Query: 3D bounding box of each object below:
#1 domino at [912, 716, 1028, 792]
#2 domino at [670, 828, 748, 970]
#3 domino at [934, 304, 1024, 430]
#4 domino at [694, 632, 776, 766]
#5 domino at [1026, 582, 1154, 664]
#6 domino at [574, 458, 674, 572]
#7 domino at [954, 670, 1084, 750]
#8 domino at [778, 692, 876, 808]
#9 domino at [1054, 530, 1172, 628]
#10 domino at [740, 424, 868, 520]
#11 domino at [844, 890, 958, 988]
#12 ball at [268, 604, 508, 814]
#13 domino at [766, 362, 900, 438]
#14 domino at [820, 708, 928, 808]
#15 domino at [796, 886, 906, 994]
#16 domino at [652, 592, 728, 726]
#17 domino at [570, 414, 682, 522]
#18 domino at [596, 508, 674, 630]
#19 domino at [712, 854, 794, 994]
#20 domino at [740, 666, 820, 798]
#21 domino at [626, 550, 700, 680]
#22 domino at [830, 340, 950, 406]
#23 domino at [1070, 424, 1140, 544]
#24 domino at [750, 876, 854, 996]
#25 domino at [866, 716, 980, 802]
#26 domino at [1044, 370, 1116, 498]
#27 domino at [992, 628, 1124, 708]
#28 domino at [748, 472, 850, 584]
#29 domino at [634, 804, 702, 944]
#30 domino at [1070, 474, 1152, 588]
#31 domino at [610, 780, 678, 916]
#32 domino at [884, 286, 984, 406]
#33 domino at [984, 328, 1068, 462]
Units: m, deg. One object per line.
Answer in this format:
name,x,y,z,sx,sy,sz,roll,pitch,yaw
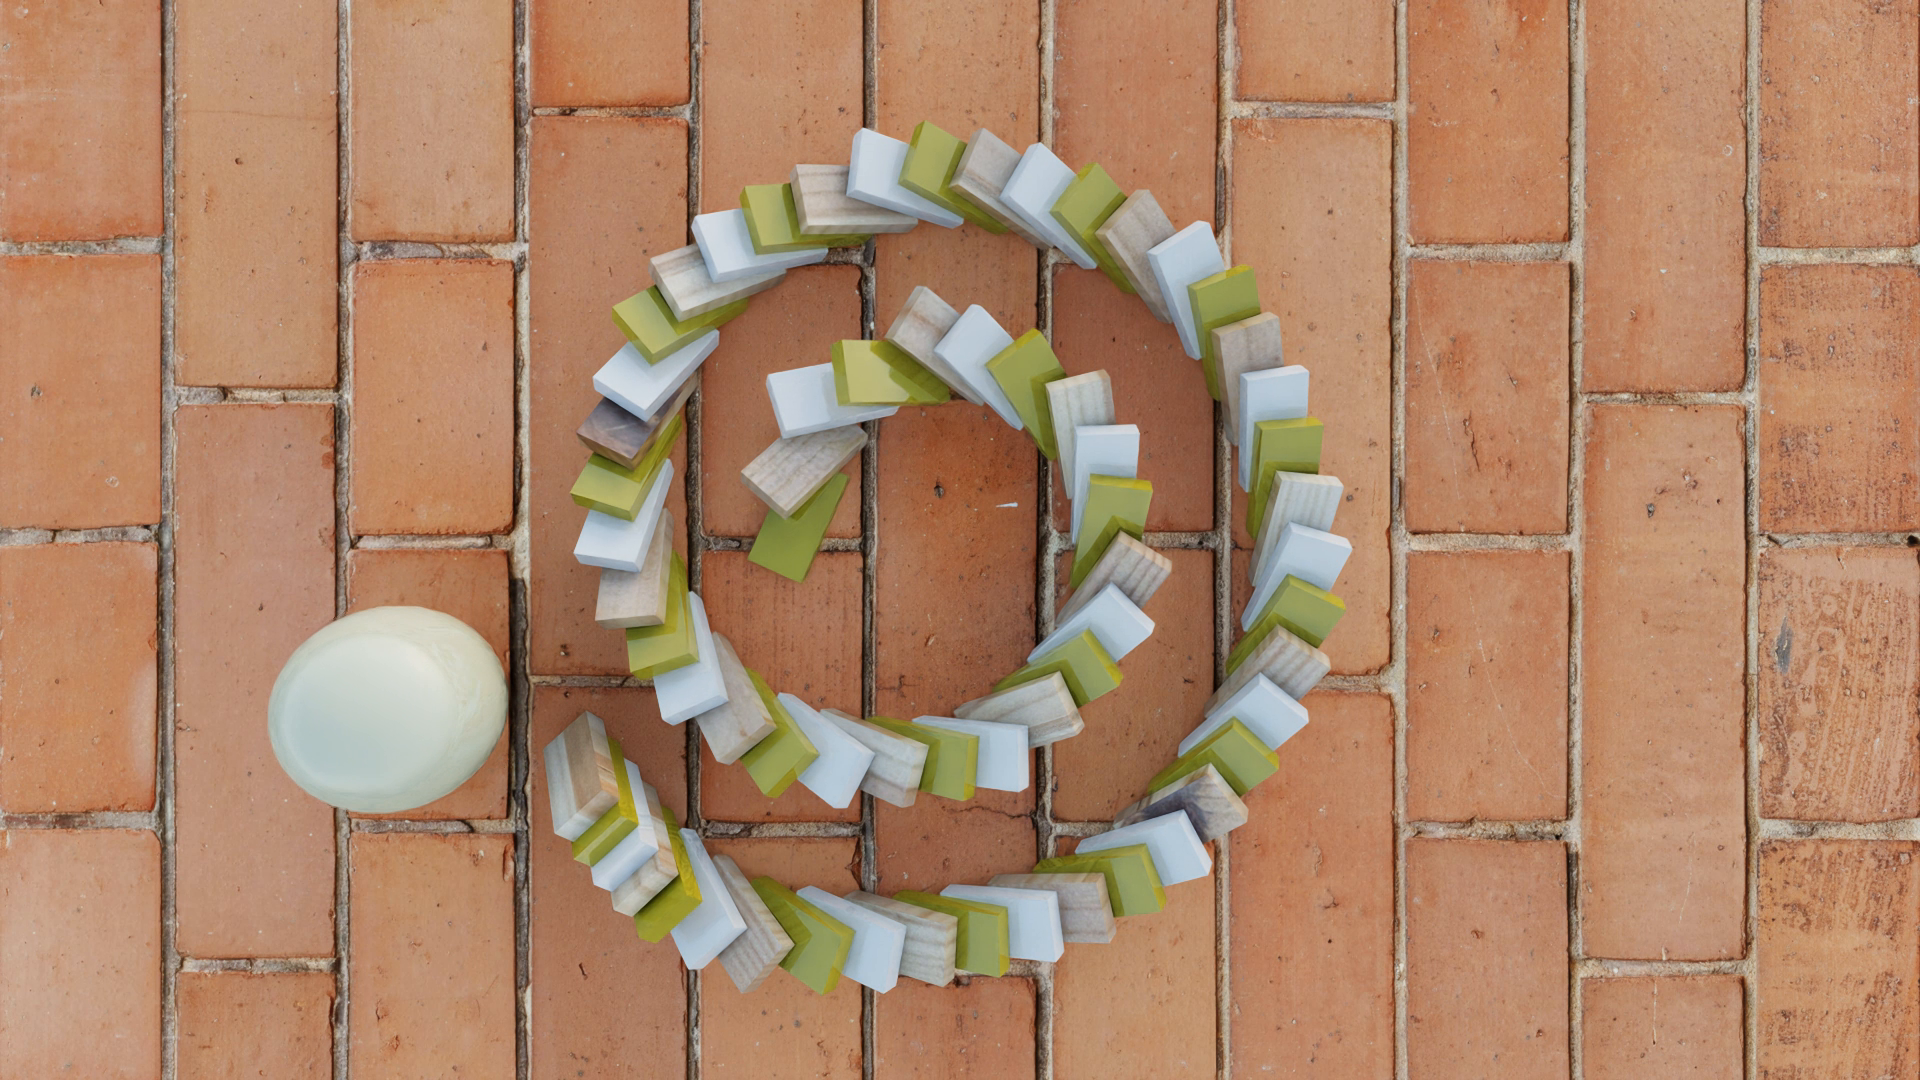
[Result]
domino,0.004,0.089,0.384,0.050,0.009,0.025,-1,91,29
domino,-0.112,0.149,0.383,0.025,0.010,0.050,-42,60,0
domino,0.015,-0.072,0.383,0.050,0.010,0.025,40,90,-30
domino,-0.100,0.066,0.384,0.025,0.010,0.050,-38,61,0
domino,0.054,0.043,0.384,0.025,0.009,0.050,44,119,0
domino,-0.140,-0.012,0.384,0.025,0.010,0.050,9,62,0
domino,0.024,0.075,0.383,0.050,0.009,0.025,-24,90,30
domino,-0.062,0.087,0.384,0.050,0.010,0.025,28,90,29
domino,0.064,0.023,0.383,0.025,0.010,0.050,32,120,0
domino,-0.065,-0.034,0.384,0.025,0.010,0.050,41,65,4
domino,-0.026,0.166,0.384,0.050,0.009,0.025,3,90,27
ball,-0.222,0.066,0.360,0.080,0.080,0.080,0,90,0
domino,-0.053,-0.061,0.385,0.050,0.010,0.025,-16,82,-21
domino,-0.039,0.090,0.384,0.050,0.010,0.025,15,90,29
domino,-0.048,0.167,0.384,0.050,0.009,0.025,10,90,28
domino,-0.116,0.049,0.384,0.025,0.009,0.050,-24,62,0
domino,-0.139,-0.034,0.384,0.025,0.010,0.050,17,61,0
domino,-0.135,0.012,0.383,0.025,0.009,0.050,-5,61,2
domino,-0.094,0.160,0.384,0.050,0.010,0.025,41,90,29
domino,-0.083,0.080,0.384,0.025,0.010,0.050,-46,61,1
domino,-0.126,0.031,0.384,0.025,0.010,0.050,-18,60,0
domino,-0.028,-0.069,0.381,0.050,0.010,0.025,-7,90,-38
domino,0.060,-0.023,0.384,0.025,0.009,0.050,-2,120,0
domino,-0.070,0.165,0.384,0.050,0.010,0.025,19,90,29
domino,-0.017,0.091,0.384,0.050,0.009,0.025,5,90,29
domino,0.052,-0.044,0.383,0.025,0.010,0.050,-14,120,0
domino,0.040,0.060,0.384,0.050,0.009,0.025,-36,90,29
domino,-0.069,-0.009,0.395,0.025,0.010,0.050,24,90,0
domino,-0.125,0.137,0.379,0.025,0.050,0.009,-42,134,0
domino,0.062,-0.002,0.384,0.025,0.010,0.050,7,120,0
domino,-0.134,0.126,0.378,0.025,0.050,0.010,-42,130,0
domino,-0.004,-0.080,0.383,0.050,0.009,0.025,33,89,-31
domino,0.034,-0.060,0.384,0.025,0.010,0.050,-37,120,0
